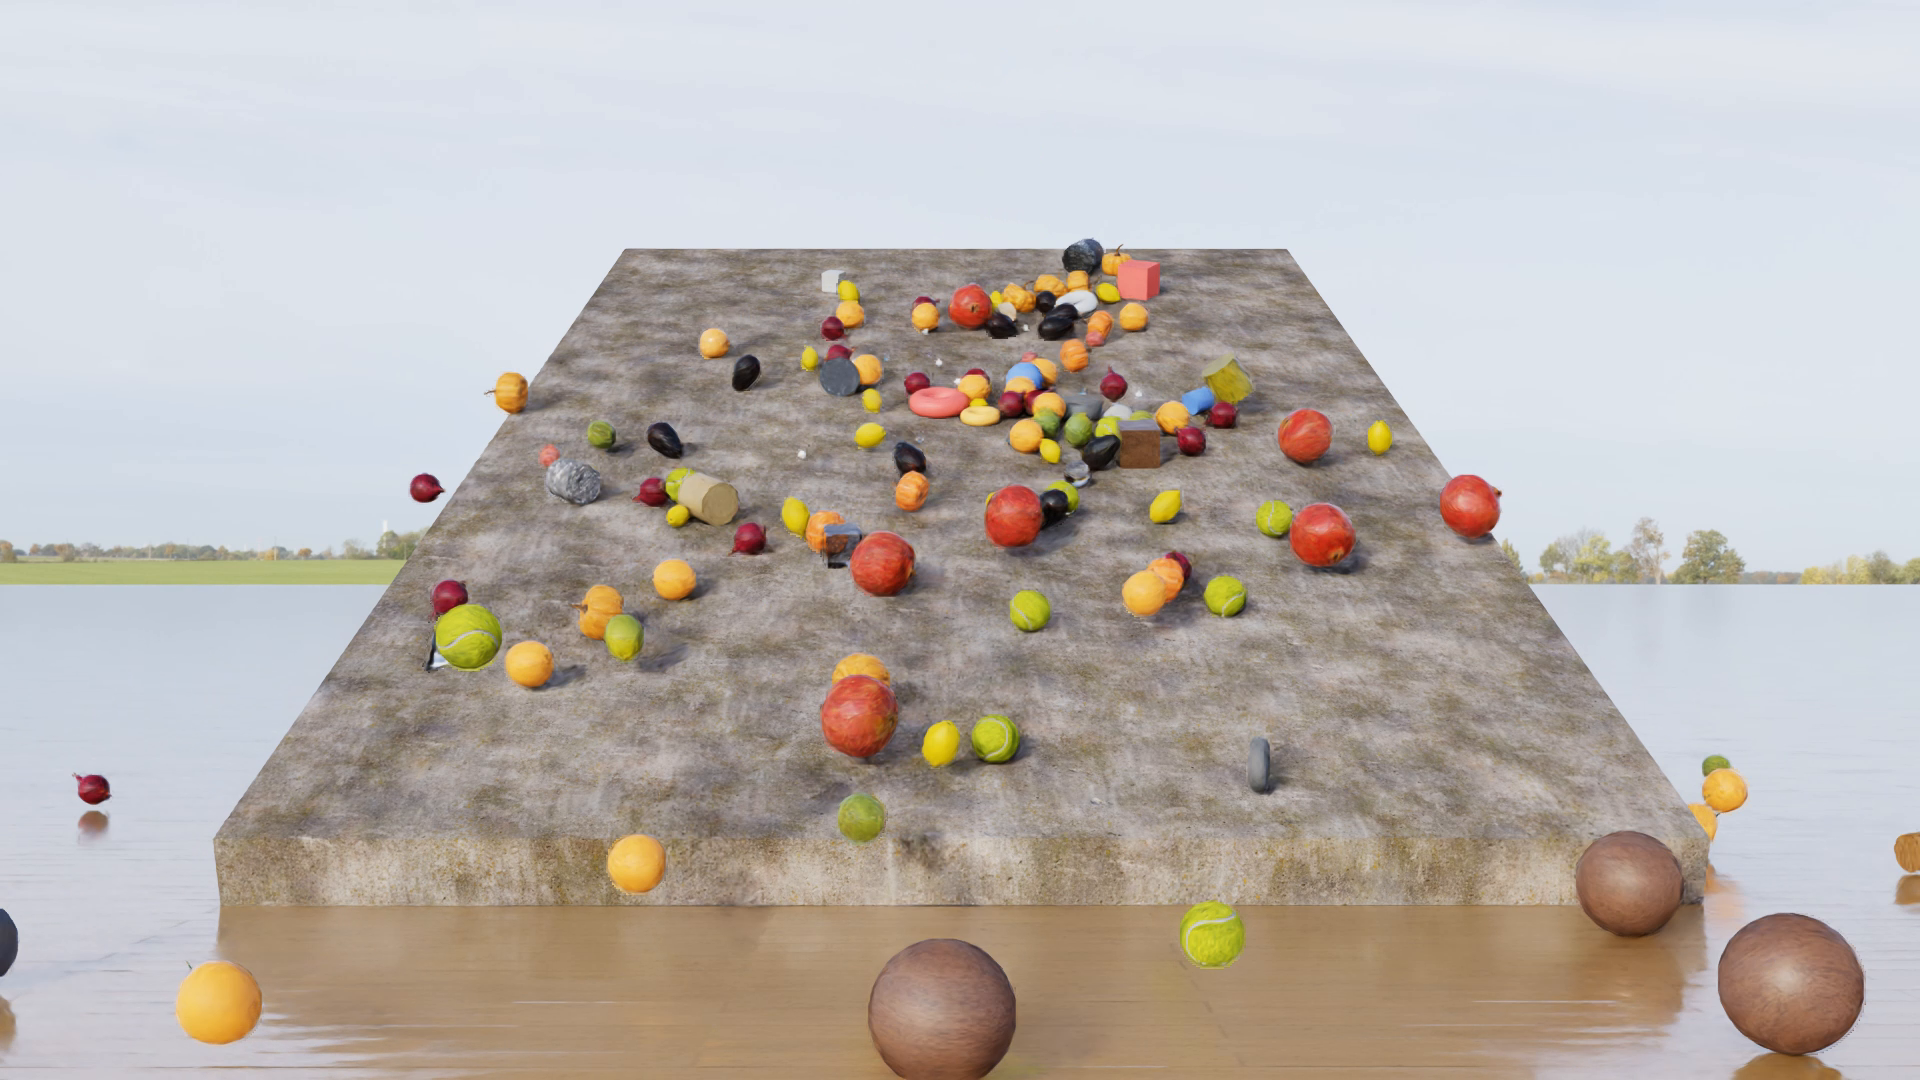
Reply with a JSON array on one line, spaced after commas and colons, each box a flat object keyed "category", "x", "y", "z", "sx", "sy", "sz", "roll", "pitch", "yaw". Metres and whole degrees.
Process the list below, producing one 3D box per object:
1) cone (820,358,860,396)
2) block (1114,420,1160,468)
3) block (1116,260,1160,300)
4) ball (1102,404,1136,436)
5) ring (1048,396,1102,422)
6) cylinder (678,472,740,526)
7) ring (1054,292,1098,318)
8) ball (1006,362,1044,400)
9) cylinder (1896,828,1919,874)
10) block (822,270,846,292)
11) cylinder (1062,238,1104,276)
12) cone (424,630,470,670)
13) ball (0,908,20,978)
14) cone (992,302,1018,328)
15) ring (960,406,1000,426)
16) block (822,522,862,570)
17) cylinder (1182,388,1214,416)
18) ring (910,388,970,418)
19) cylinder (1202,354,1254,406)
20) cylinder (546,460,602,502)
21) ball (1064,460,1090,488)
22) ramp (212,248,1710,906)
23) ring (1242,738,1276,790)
[{"category": "cone", "x": -0.282, "y": -0.368, "z": 5.204, "sx": 0.092, "sy": 0.092, "sz": 0.092, "roll": 0, "pitch": -8, "yaw": -6}, {"category": "block", "x": 0.366, "y": -0.198, "z": 4.643, "sx": 0.081, "sy": 0.081, "sz": 0.081, "roll": -2, "pitch": 19, "yaw": -5}, {"category": "block", "x": 0.489, "y": -0.713, "z": 6.156, "sx": 0.088, "sy": 0.088, "sz": 0.088, "roll": 9, "pitch": 21, "yaw": 25}, {"category": "ball", "x": 0.343, "y": -0.256, "z": 4.830, "sx": 0.070, "sy": 0.070, "sz": 0.070, "roll": 0, "pitch": -1, "yaw": 0}, {"category": "ring", "x": 0.256, "y": -0.290, "z": 4.977, "sx": 0.120, "sy": 0.040, "sz": 0.120, "roll": -1, "pitch": 19, "yaw": 0}, {"category": "cylinder", "x": -0.480, "y": -0.078, "z": 4.276, "sx": 0.084, "sy": 0.084, "sz": 0.084, "roll": 1, "pitch": 18, "yaw": -44}, {"category": "ring", "x": 0.306, "y": -0.621, "z": 5.934, "sx": 0.116, "sy": 0.039, "sz": 0.116, "roll": -12, "pitch": 30, "yaw": 7}, {"category": "ball", "x": 0.147, "y": -0.363, "z": 5.122, "sx": 0.085, "sy": 0.085, "sz": 0.085, "roll": 0, "pitch": -1, "yaw": 0}, {"category": "cylinder", "x": 1.447, "y": 0.466, "z": 3.372, "sx": 0.058, "sy": 0.058, "sz": 0.058, "roll": -29, "pitch": 14, "yaw": -28}, {"category": "block", "x": -0.349, "y": -0.717, "z": 6.221, "sx": 0.051, "sy": 0.051, "sz": 0.051, "roll": 7, "pitch": 20, "yaw": 20}, {"category": "cylinder", "x": 0.353, "y": -0.810, "z": 6.433, "sx": 0.094, "sy": 0.094, "sz": 0.094, "roll": 0, "pitch": 17, "yaw": 23}, {"category": "cone", "x": -0.810, "y": 0.180, "z": 3.566, "sx": 0.066, "sy": 0.066, "sz": 0.066, "roll": 11, "pitch": -4, "yaw": -18}, {"category": "ball", "x": -1.064, "y": 0.436, "z": 2.419, "sx": 0.094, "sy": 0.094, "sz": 0.094, "roll": 0, "pitch": -1, "yaw": 0}, {"category": "cone", "x": 0.132, "y": -0.573, "z": 5.827, "sx": 0.072, "sy": 0.072, "sz": 0.072, "roll": -1, "pitch": -11, "yaw": 32}, {"category": "ring", "x": 0.045, "y": -0.272, "z": 4.940, "sx": 0.088, "sy": 0.029, "sz": 0.088, "roll": -1, "pitch": 19, "yaw": 0}, {"category": "block", "x": -0.212, "y": 0.011, "z": 4.046, "sx": 0.064, "sy": 0.064, "sz": 0.064, "roll": -3, "pitch": 19, "yaw": -9}, {"category": "cylinder", "x": 0.530, "y": -0.309, "z": 5.010, "sx": 0.052, "sy": 0.052, "sz": 0.052, "roll": -22, "pitch": 12, "yaw": -35}, {"category": "ring", "x": -0.046, "y": -0.306, "z": 5.019, "sx": 0.135, "sy": 0.045, "sz": 0.135, "roll": 1, "pitch": 20, "yaw": 0}, {"category": "cylinder", "x": 0.592, "y": -0.353, "z": 4.968, "sx": 0.085, "sy": 0.085, "sz": 0.085, "roll": -32, "pitch": 17, "yaw": 11}, {"category": "cylinder", "x": -0.756, "y": -0.115, "z": 4.391, "sx": 0.078, "sy": 0.078, "sz": 0.078, "roll": 1, "pitch": 1, "yaw": -43}, {"category": "ball", "x": 0.233, "y": -0.133, "z": 4.490, "sx": 0.054, "sy": 0.054, "sz": 0.054, "roll": 0, "pitch": -1, "yaw": 0}, {"category": "ramp", "x": -0.004, "y": -0.194, "z": 4.910, "sx": 2.000, "sy": 0.100, "sz": 4.000, "roll": 0, "pitch": 19, "yaw": 0}, {"category": "ring", "x": 0.416, "y": 0.312, "z": 3.125, "sx": 0.026, "sy": 0.078, "sz": 0.078, "roll": 24, "pitch": 8, "yaw": 22}]
